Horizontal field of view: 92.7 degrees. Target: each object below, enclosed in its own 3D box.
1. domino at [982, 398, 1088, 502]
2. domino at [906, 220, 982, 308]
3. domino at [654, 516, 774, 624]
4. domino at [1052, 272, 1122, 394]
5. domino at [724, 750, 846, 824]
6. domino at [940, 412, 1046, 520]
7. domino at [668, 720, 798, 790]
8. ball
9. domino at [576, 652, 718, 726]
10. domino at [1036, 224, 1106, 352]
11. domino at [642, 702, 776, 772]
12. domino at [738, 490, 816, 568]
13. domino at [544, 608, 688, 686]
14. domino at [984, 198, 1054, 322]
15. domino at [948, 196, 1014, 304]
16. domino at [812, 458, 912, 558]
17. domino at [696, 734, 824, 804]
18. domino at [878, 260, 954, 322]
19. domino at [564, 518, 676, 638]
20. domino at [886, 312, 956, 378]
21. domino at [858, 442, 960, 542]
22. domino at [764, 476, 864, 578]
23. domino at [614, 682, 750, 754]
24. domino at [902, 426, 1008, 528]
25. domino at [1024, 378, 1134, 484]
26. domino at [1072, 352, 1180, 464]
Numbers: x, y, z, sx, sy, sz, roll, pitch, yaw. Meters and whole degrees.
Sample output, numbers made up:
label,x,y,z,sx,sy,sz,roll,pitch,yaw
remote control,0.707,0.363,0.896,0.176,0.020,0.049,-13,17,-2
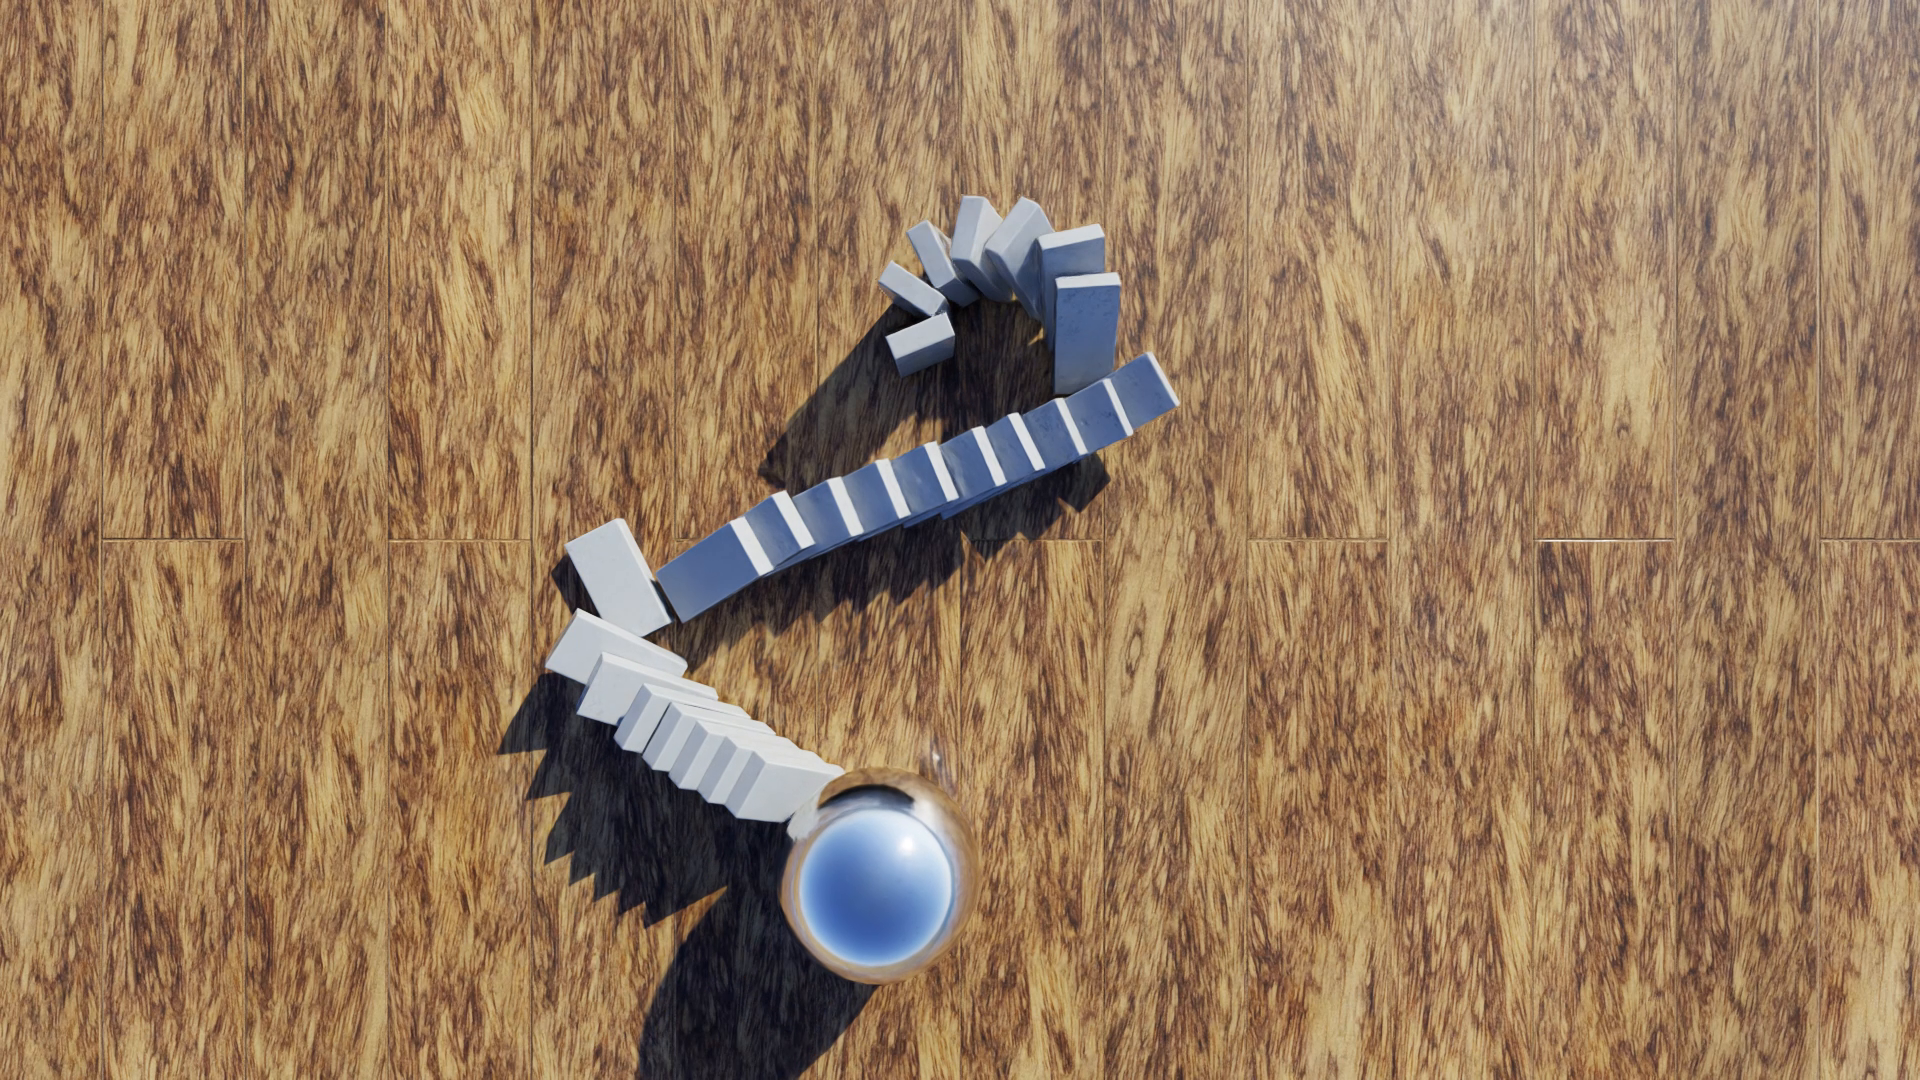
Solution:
label,x,y,z,sx,sy,sz,roll,pitch,yaw
domino,0.025,-0.037,0.384,0.050,0.010,0.025,-24,90,28
domino,-0.006,-0.112,0.375,0.010,0.050,0.025,-26,90,15
domino,-0.104,0.013,0.384,0.050,0.009,0.025,-29,90,28
domino,0.051,-0.085,0.379,0.025,0.009,0.050,-3,133,0
domino,-0.070,0.103,0.378,0.009,0.050,0.025,29,90,41
domino,0.008,-0.030,0.382,0.050,0.010,0.025,-27,88,33
domino,-0.092,0.092,0.378,0.009,0.050,0.025,29,90,41
ball,-0.032,0.130,0.360,0.080,0.080,0.080,0,90,0
domino,-0.130,0.067,0.384,0.050,0.010,0.025,25,93,-28
domino,0.047,-0.103,0.378,0.025,0.050,0.009,-12,49,-1
domino,-0.102,0.084,0.378,0.010,0.050,0.025,29,90,41
domino,-0.087,0.002,0.384,0.050,0.010,0.025,-29,90,28
domino,-0.144,0.052,0.385,0.050,0.009,0.025,32,90,-26
domino,0.030,-0.114,0.376,0.009,0.050,0.025,37,90,33
domino,0.012,-0.118,0.375,0.009,0.050,0.025,13,90,22
domino,-0.047,-0.013,0.383,0.050,0.010,0.025,-23,90,30
domino,-0.081,0.097,0.378,0.009,0.050,0.025,29,90,41
domino,-0.017,-0.098,0.375,0.025,0.050,0.009,34,96,0
domino,-0.146,0.019,0.395,0.025,0.009,0.050,-27,90,0
domino,-0.016,-0.079,0.375,0.025,0.050,0.009,-23,93,0
domino,-0.027,-0.020,0.383,0.050,0.009,0.025,-23,90,33
domino,-0.066,-0.005,0.384,0.050,0.009,0.025,-23,90,29
domino,-0.114,0.077,0.378,0.010,0.050,0.025,29,90,43
domino,-0.007,-0.026,0.381,0.050,0.010,0.025,-23,91,33
domino,0.044,-0.045,0.384,0.050,0.009,0.025,-24,91,28
domino,0.064,-0.055,0.385,0.050,0.010,0.025,-29,90,26
